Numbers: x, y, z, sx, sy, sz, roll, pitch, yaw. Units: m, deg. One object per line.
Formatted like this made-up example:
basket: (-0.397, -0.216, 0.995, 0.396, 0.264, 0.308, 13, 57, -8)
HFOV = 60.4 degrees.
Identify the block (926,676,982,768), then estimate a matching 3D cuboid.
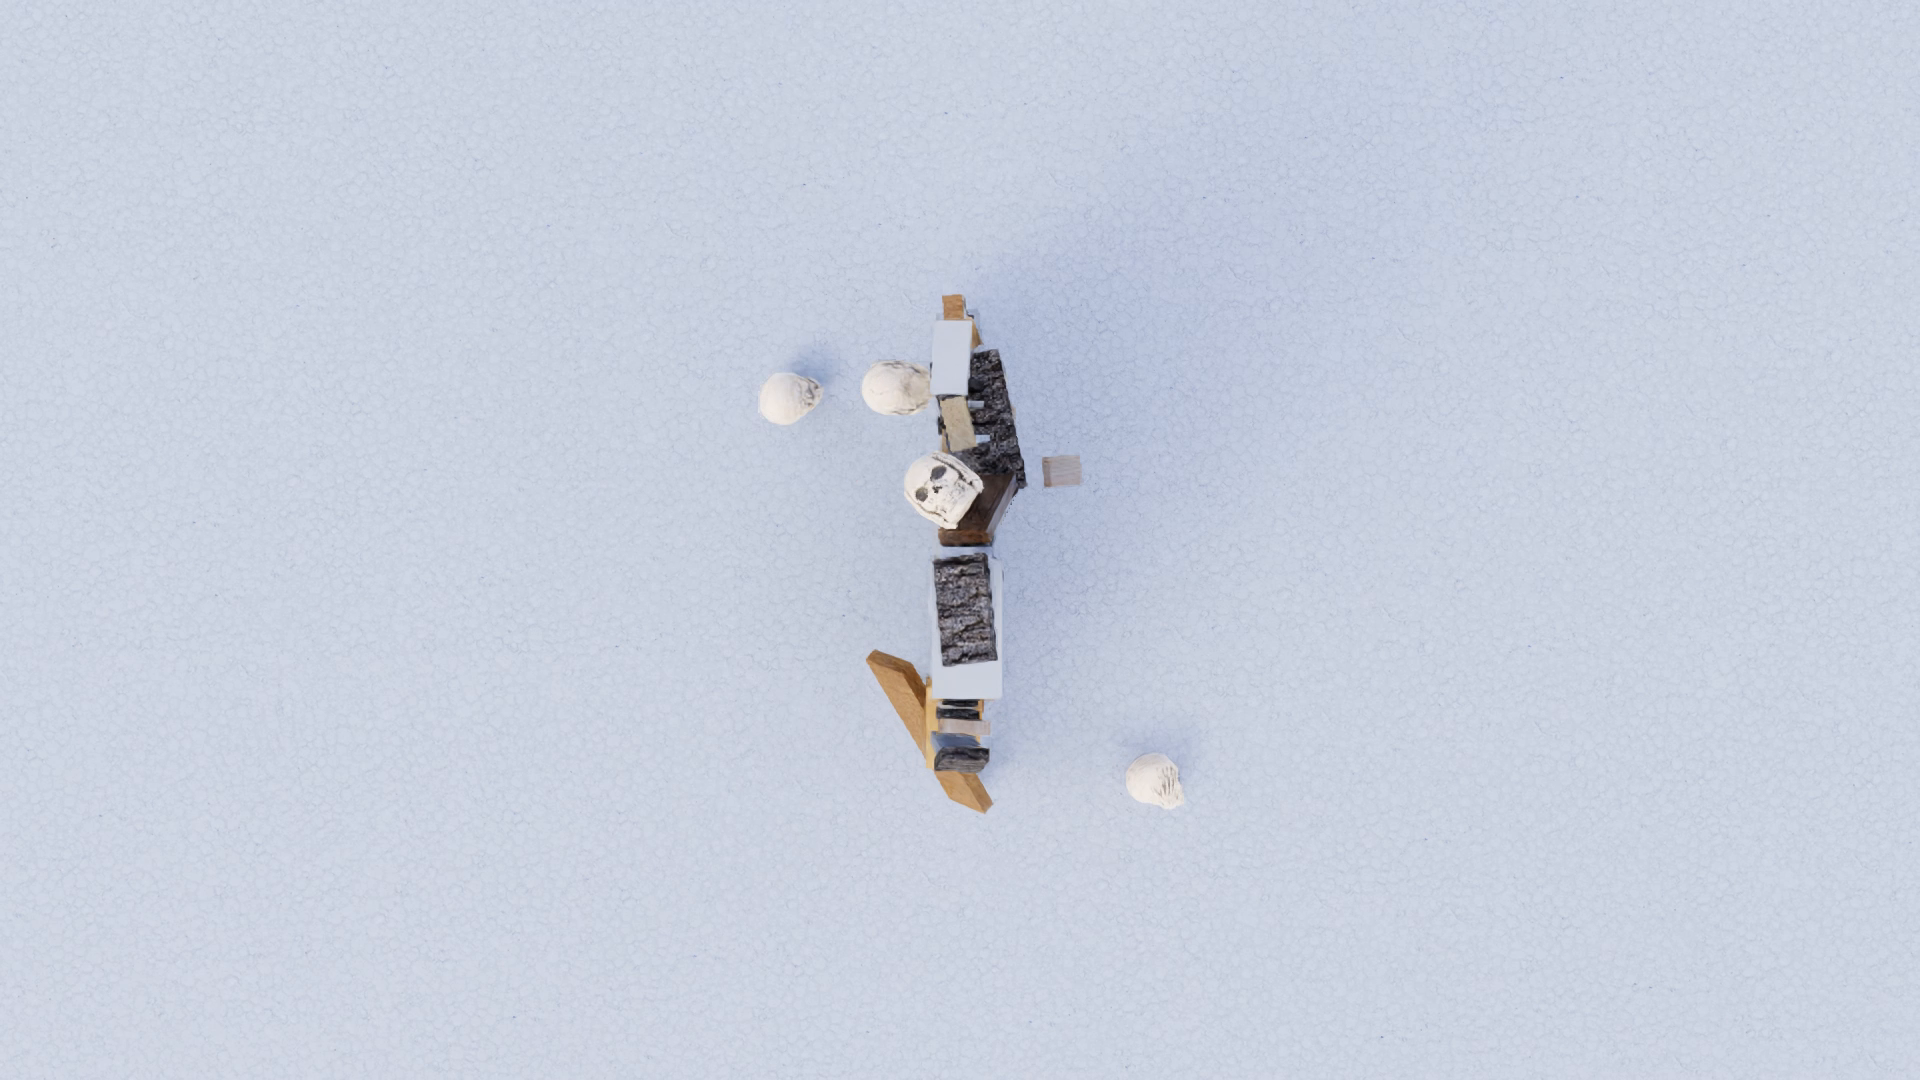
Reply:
block: (-0.021, 0.560, 5.080, 0.167, 0.047, 0.335, -3, 126, -5)

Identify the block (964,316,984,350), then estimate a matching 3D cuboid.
block: (0.005, -0.504, 4.107, 0.086, 0.410, 0.024, -23, 89, 3)

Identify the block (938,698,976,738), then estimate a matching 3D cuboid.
block: (-0.007, 0.532, 4.923, 0.100, 0.356, 0.028, -8, 61, -1)

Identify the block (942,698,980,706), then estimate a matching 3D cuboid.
block: (-0.010, 0.398, 4.638, 0.100, 0.200, 0.028, 3, 119, -10)

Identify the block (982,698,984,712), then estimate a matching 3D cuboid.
block: (-0.002, 0.390, 5.177, 0.149, 0.042, 0.299, 0, 90, 0)

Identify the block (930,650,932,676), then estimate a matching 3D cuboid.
block: (0.006, 0.309, 4.146, 0.164, 0.417, 0.047, 2, 88, -1)

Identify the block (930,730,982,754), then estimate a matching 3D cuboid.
block: (-0.010, 0.582, 4.642, 0.122, 0.244, 0.035, 5, 94, -8)

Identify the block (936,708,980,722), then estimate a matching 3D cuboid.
block: (-0.007, 0.489, 4.623, 0.100, 0.200, 0.028, 3, 86, -6)

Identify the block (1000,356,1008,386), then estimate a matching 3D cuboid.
block: (0.036, -0.409, 4.295, 0.174, 0.348, 0.049, -21, 89, 2)

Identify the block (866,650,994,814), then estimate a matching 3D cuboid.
block: (-0.091, 0.615, 5.238, 0.047, 0.167, 0.676, -47, 129, -25)

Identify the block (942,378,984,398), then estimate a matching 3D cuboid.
block: (-0.002, -0.369, 3.980, 0.086, 0.172, 0.024, -9, 89, 13)

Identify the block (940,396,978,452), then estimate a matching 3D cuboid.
block: (-0.003, -0.277, 3.936, 0.062, 0.018, 0.124, -14, 88, 17)

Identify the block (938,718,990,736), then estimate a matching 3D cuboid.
block: (0.009, 0.499, 4.392, 0.122, 0.244, 0.035, 4, 83, -4)

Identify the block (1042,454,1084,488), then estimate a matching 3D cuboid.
block: (0.290, -0.196, 4.662, 0.024, 0.170, 0.085, -5, 92, 35)

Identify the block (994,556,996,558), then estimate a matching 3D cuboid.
block: (0.030, 0.050, 4.715, 0.131, 0.263, 0.037, 10, 94, -1)

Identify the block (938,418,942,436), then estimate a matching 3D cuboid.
block: (0.026, -0.348, 4.933, 0.176, 0.351, 0.050, 1, 90, -1)

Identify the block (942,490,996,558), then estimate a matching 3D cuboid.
block: (0.019, 0.017, 4.246, 0.138, 0.039, 0.275, 5, 94, -1)

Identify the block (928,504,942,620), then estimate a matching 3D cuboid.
block: (-0.001, 0.067, 4.873, 0.170, 0.048, 0.339, 3, 95, -1)

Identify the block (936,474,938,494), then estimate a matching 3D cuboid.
block: (0.010, -0.185, 5.327, 0.171, 0.341, 0.048, 0, 88, -1)

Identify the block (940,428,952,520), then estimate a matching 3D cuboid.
block: (0.033, -0.232, 4.731, 0.175, 0.050, 0.351, 1, 90, -1)

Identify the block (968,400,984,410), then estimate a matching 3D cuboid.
block: (0.012, -0.324, 4.004, 0.062, 0.124, 0.018, -11, 90, 18)

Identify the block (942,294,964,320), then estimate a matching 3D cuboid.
block: (-0.016, -0.575, 4.207, 0.049, 0.014, 0.099, -3, 89, 4)

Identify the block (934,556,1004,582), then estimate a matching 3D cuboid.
block: (0.018, 0.082, 4.066, 0.164, 0.329, 0.047, 5, 94, -1)

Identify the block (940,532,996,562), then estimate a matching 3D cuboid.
block: (0.021, 0.005, 4.025, 0.123, 0.393, 0.035, 0, 99, 2)

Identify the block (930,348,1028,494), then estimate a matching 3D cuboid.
block: (0.046, -0.285, 4.095, 0.174, 0.049, 0.348, -12, 89, 2)

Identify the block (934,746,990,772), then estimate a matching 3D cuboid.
block: (0.003, 0.584, 4.380, 0.122, 0.244, 0.035, 3, 75, -5)

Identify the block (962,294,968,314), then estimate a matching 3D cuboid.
block: (-0.004, -0.615, 4.516, 0.050, 0.602, 0.014, -11, 89, 1)

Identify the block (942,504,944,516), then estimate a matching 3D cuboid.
block: (0.024, -0.078, 4.400, 0.138, 0.278, 0.039, 8, 90, -2)

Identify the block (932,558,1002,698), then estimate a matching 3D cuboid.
block: (0.016, 0.209, 3.894, 0.164, 0.047, 0.329, 0, 99, 0)

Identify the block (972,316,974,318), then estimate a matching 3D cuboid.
block: (0.005, -0.578, 4.576, 0.070, 0.484, 0.020, -8, 90, 0)

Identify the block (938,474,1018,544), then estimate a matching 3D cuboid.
block: (0.044, -0.075, 3.932, 0.123, 0.246, 0.035, -3, 123, 22)

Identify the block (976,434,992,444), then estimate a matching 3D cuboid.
block: (0.028, -0.241, 4.002, 0.062, 0.124, 0.018, -10, 91, 17)

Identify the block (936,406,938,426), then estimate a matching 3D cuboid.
block: (0.007, -0.409, 5.327, 0.171, 0.341, 0.048, 0, 89, -1)

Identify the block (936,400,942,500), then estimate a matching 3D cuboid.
block: (0.015, -0.299, 5.132, 0.171, 0.048, 0.341, 0, 90, -1)

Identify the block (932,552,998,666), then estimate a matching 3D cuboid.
block: (0.012, 0.160, 3.770, 0.123, 0.035, 0.246, -9, 80, 21)

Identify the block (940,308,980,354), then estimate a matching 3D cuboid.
block: (0.002, -0.534, 4.322, 0.070, 0.020, 0.140, -20, 89, 3)

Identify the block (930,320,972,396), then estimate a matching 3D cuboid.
block: (-0.021, -0.430, 3.884, 0.086, 0.024, 0.172, 3, 89, 12)

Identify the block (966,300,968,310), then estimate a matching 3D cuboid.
block: (-0.003, -0.724, 5.375, 0.059, 0.017, 0.117, 0, 90, 0)

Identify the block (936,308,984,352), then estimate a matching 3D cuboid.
block: (0.007, -0.543, 4.837, 0.127, 0.036, 0.254, -7, 90, -1)

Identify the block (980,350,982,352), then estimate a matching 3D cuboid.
block: (0.019, -0.492, 4.404, 0.070, 0.140, 0.020, -20, 88, -1)

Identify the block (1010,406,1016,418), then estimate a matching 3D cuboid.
block: (0.098, -0.338, 4.604, 0.102, 0.204, 0.029, -9, 85, -3)

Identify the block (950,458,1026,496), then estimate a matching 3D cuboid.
block: (0.069, -0.154, 4.319, 0.174, 0.387, 0.049, -5, 85, -2)
